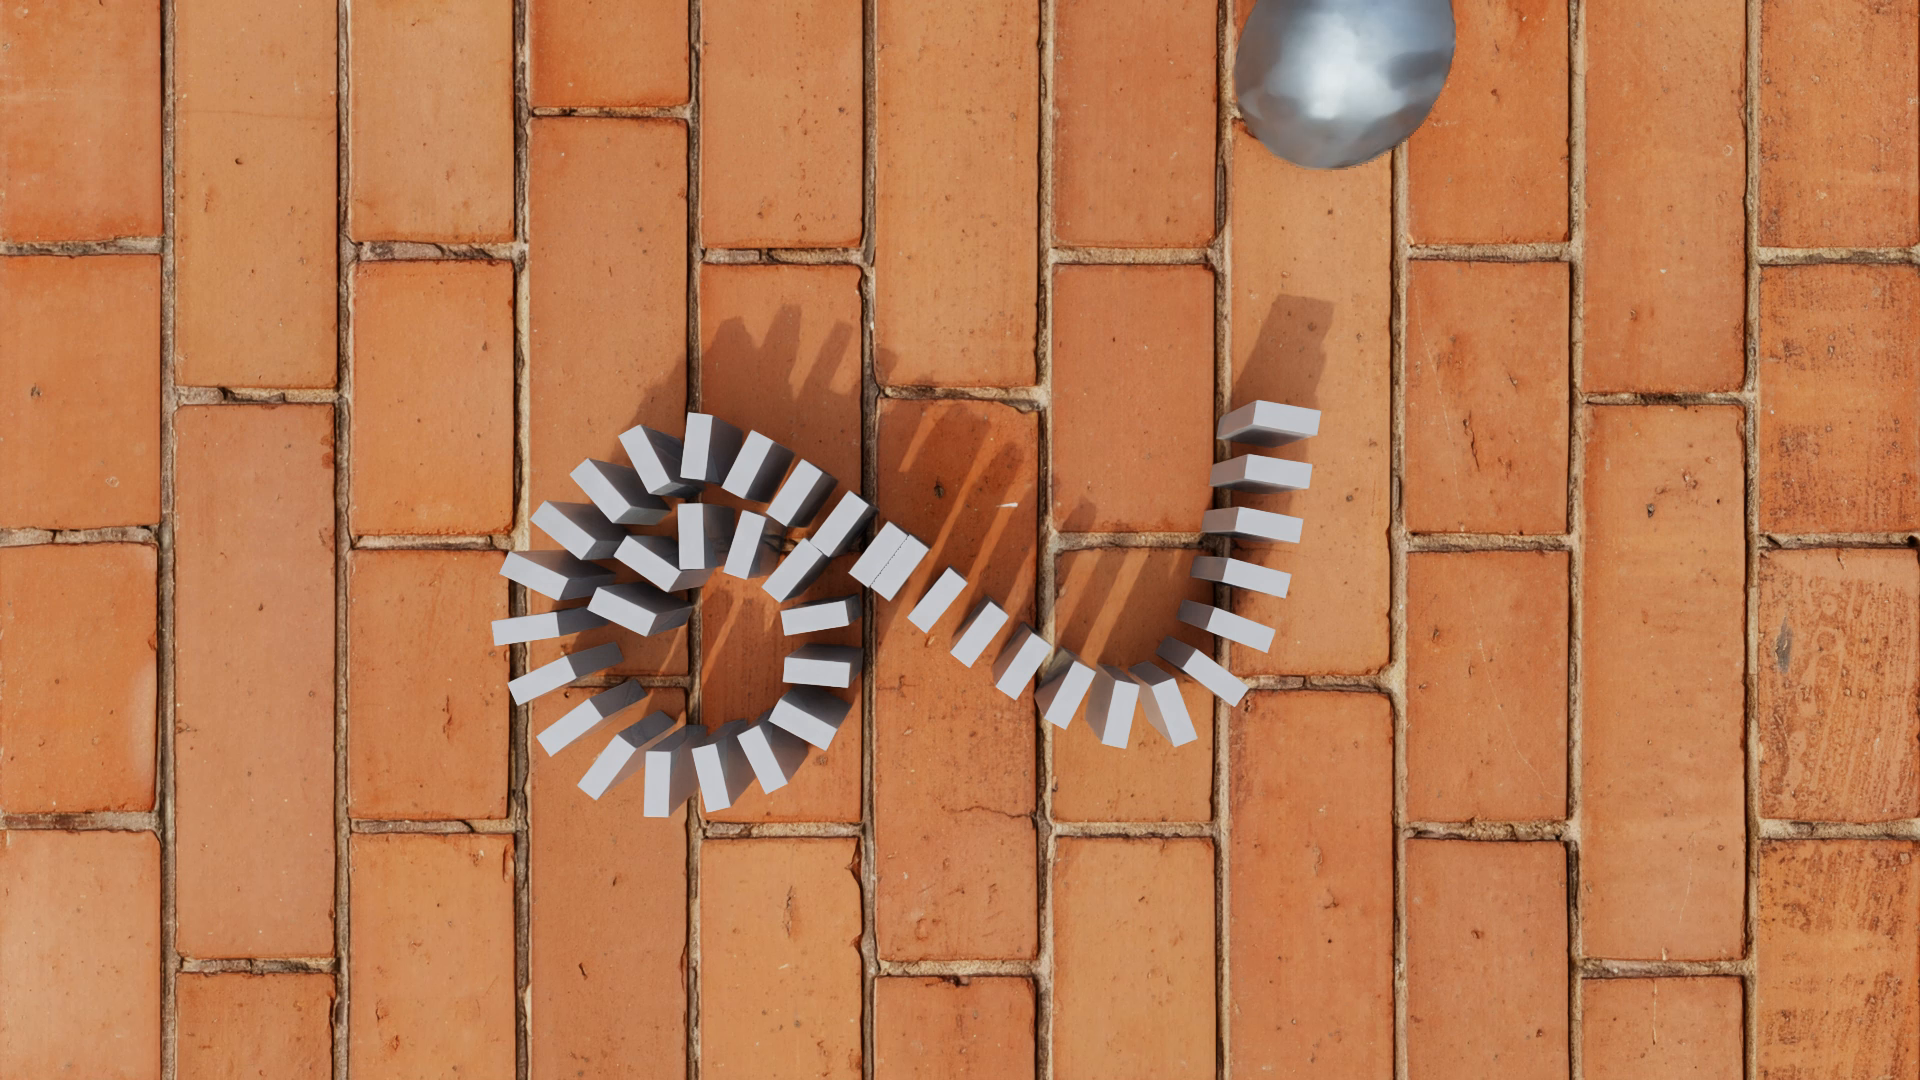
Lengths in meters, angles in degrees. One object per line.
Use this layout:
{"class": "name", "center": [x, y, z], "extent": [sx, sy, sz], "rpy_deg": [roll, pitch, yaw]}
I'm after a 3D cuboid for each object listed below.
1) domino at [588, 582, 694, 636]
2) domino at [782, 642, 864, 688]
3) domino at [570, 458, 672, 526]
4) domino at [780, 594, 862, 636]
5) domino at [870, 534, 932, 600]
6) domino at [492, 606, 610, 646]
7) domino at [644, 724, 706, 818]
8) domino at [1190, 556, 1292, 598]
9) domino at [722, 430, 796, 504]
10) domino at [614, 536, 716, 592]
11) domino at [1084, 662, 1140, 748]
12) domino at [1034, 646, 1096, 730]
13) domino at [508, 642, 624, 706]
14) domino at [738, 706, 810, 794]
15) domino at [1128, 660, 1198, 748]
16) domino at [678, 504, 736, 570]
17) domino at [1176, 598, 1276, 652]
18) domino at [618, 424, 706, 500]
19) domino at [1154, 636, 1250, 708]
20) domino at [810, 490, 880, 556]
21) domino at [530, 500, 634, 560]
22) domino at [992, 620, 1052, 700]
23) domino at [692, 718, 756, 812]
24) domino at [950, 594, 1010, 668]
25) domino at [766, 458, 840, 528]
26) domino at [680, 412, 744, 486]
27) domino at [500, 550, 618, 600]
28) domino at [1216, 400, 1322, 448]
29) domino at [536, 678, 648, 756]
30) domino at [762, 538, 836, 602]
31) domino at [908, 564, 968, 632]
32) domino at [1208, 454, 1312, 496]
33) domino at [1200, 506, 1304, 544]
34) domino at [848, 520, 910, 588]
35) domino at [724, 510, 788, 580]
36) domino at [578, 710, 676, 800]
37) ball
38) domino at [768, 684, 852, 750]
{"class": "domino", "center": [-0.129, 0.027, 0.375], "extent": [0.025, 0.050, 0.009], "rpy_deg": [25, 90, 0]}
{"class": "domino", "center": [-0.055, 0.051, 0.375], "extent": [0.025, 0.050, 0.010], "rpy_deg": [5, 90, 0]}
{"class": "domino", "center": [-0.137, -0.019, 0.375], "extent": [0.009, 0.050, 0.025], "rpy_deg": [-42, 90, 0]}
{"class": "domino", "center": [-0.055, 0.030, 0.375], "extent": [0.025, 0.050, 0.009], "rpy_deg": [-9, 90, 0]}
{"class": "domino", "center": [-0.023, 0.011, 0.375], "extent": [0.010, 0.050, 0.025], "rpy_deg": [37, 90, 0]}
{"class": "domino", "center": [-0.166, 0.034, 0.375], "extent": [0.025, 0.050, 0.009], "rpy_deg": [-8, 90, 0]}
{"class": "domino", "center": [-0.116, 0.093, 0.375], "extent": [0.009, 0.050, 0.025], "rpy_deg": [2, 90, 0]}
{"class": "domino", "center": [0.113, 0.014, 0.375], "extent": [0.025, 0.050, 0.010], "rpy_deg": [15, 90, 0]}
{"class": "domino", "center": [-0.081, -0.029, 0.375], "extent": [0.009, 0.050, 0.025], "rpy_deg": [27, 90, 0]}
{"class": "domino", "center": [-0.119, 0.009, 0.375], "extent": [0.025, 0.050, 0.010], "rpy_deg": [34, 90, 0]}
{"class": "domino", "center": [0.062, 0.067, 0.375], "extent": [0.009, 0.050, 0.025], "rpy_deg": [12, 90, 0]}
{"class": "domino", "center": [0.042, 0.059, 0.375], "extent": [0.009, 0.050, 0.025], "rpy_deg": [28, 90, 0]}
{"class": "domino", "center": [-0.160, 0.054, 0.375], "extent": [0.025, 0.050, 0.009], "rpy_deg": [-25, 90, 0]}
{"class": "domino", "center": [-0.076, 0.084, 0.375], "extent": [0.009, 0.050, 0.025], "rpy_deg": [-27, 90, 0]}
{"class": "domino", "center": [0.082, 0.066, 0.375], "extent": [0.009, 0.050, 0.025], "rpy_deg": [-21, 90, 0]}
{"class": "domino", "center": [-0.103, -0.001, 0.375], "extent": [0.010, 0.050, 0.025], "rpy_deg": [-2, 90, 0]}
{"class": "domino", "center": [0.107, 0.034, 0.375], "extent": [0.025, 0.050, 0.009], "rpy_deg": [20, 90, 0]}
{"class": "domino", "center": [-0.121, -0.031, 0.375], "extent": [0.009, 0.050, 0.025], "rpy_deg": [-28, 90, 0]}
{"class": "domino", "center": [0.098, 0.053, 0.375], "extent": [0.025, 0.050, 0.009], "rpy_deg": [36, 90, 0]}
{"class": "domino", "center": [-0.046, -0.006, 0.375], "extent": [0.010, 0.050, 0.025], "rpy_deg": [38, 90, 0]}
{"class": "domino", "center": [-0.152, -0.004, 0.375], "extent": [0.025, 0.050, 0.010], "rpy_deg": [38, 90, 0]}
{"class": "domino", "center": [0.024, 0.048, 0.375], "extent": [0.009, 0.050, 0.025], "rpy_deg": [34, 90, 0]}
{"class": "domino", "center": [-0.095, 0.091, 0.375], "extent": [0.009, 0.050, 0.025], "rpy_deg": [-13, 90, 0]}
{"class": "domino", "center": [0.008, 0.036, 0.375], "extent": [0.010, 0.050, 0.025], "rpy_deg": [38, 90, 0]}
{"class": "domino", "center": [-0.063, -0.018, 0.375], "extent": [0.010, 0.050, 0.025], "rpy_deg": [34, 90, 0]}
{"class": "domino", "center": [-0.101, -0.036, 0.375], "extent": [0.010, 0.050, 0.025], "rpy_deg": [7, 90, 0]}
{"class": "domino", "center": [-0.163, 0.014, 0.375], "extent": [0.025, 0.050, 0.010], "rpy_deg": [25, 90, 0]}
{"class": "domino", "center": [0.125, -0.047, 0.375], "extent": [0.025, 0.050, 0.010], "rpy_deg": [10, 90, 0]}
{"class": "domino", "center": [-0.149, 0.072, 0.375], "extent": [0.025, 0.050, 0.009], "rpy_deg": [-36, 90, 0]}
{"class": "domino", "center": [-0.064, 0.012, 0.375], "extent": [0.009, 0.050, 0.025], "rpy_deg": [41, 90, 0]}
{"class": "domino", "center": [-0.009, 0.023, 0.375], "extent": [0.010, 0.050, 0.025], "rpy_deg": [40, 90, 0]}
{"class": "domino", "center": [0.122, -0.026, 0.375], "extent": [0.025, 0.050, 0.010], "rpy_deg": [9, 90, 0]}
{"class": "domino", "center": [0.118, -0.006, 0.375], "extent": [0.025, 0.050, 0.010], "rpy_deg": [11, 90, 0]}
{"class": "domino", "center": [-0.031, 0.005, 0.375], "extent": [0.009, 0.050, 0.025], "rpy_deg": [38, 90, 0]}
{"class": "domino", "center": [-0.082, 0.002, 0.375], "extent": [0.009, 0.050, 0.025], "rpy_deg": [18, 90, 0]}
{"class": "domino", "center": [-0.135, 0.087, 0.375], "extent": [0.010, 0.050, 0.025], "rpy_deg": [38, 90, 0]}
{"class": "ball", "center": [0.149, -0.189, 0.360], "extent": [0.080, 0.080, 0.080], "rpy_deg": [0, 90, 0]}
{"class": "domino", "center": [-0.060, 0.071, 0.375], "extent": [0.025, 0.050, 0.009], "rpy_deg": [28, 90, 0]}
